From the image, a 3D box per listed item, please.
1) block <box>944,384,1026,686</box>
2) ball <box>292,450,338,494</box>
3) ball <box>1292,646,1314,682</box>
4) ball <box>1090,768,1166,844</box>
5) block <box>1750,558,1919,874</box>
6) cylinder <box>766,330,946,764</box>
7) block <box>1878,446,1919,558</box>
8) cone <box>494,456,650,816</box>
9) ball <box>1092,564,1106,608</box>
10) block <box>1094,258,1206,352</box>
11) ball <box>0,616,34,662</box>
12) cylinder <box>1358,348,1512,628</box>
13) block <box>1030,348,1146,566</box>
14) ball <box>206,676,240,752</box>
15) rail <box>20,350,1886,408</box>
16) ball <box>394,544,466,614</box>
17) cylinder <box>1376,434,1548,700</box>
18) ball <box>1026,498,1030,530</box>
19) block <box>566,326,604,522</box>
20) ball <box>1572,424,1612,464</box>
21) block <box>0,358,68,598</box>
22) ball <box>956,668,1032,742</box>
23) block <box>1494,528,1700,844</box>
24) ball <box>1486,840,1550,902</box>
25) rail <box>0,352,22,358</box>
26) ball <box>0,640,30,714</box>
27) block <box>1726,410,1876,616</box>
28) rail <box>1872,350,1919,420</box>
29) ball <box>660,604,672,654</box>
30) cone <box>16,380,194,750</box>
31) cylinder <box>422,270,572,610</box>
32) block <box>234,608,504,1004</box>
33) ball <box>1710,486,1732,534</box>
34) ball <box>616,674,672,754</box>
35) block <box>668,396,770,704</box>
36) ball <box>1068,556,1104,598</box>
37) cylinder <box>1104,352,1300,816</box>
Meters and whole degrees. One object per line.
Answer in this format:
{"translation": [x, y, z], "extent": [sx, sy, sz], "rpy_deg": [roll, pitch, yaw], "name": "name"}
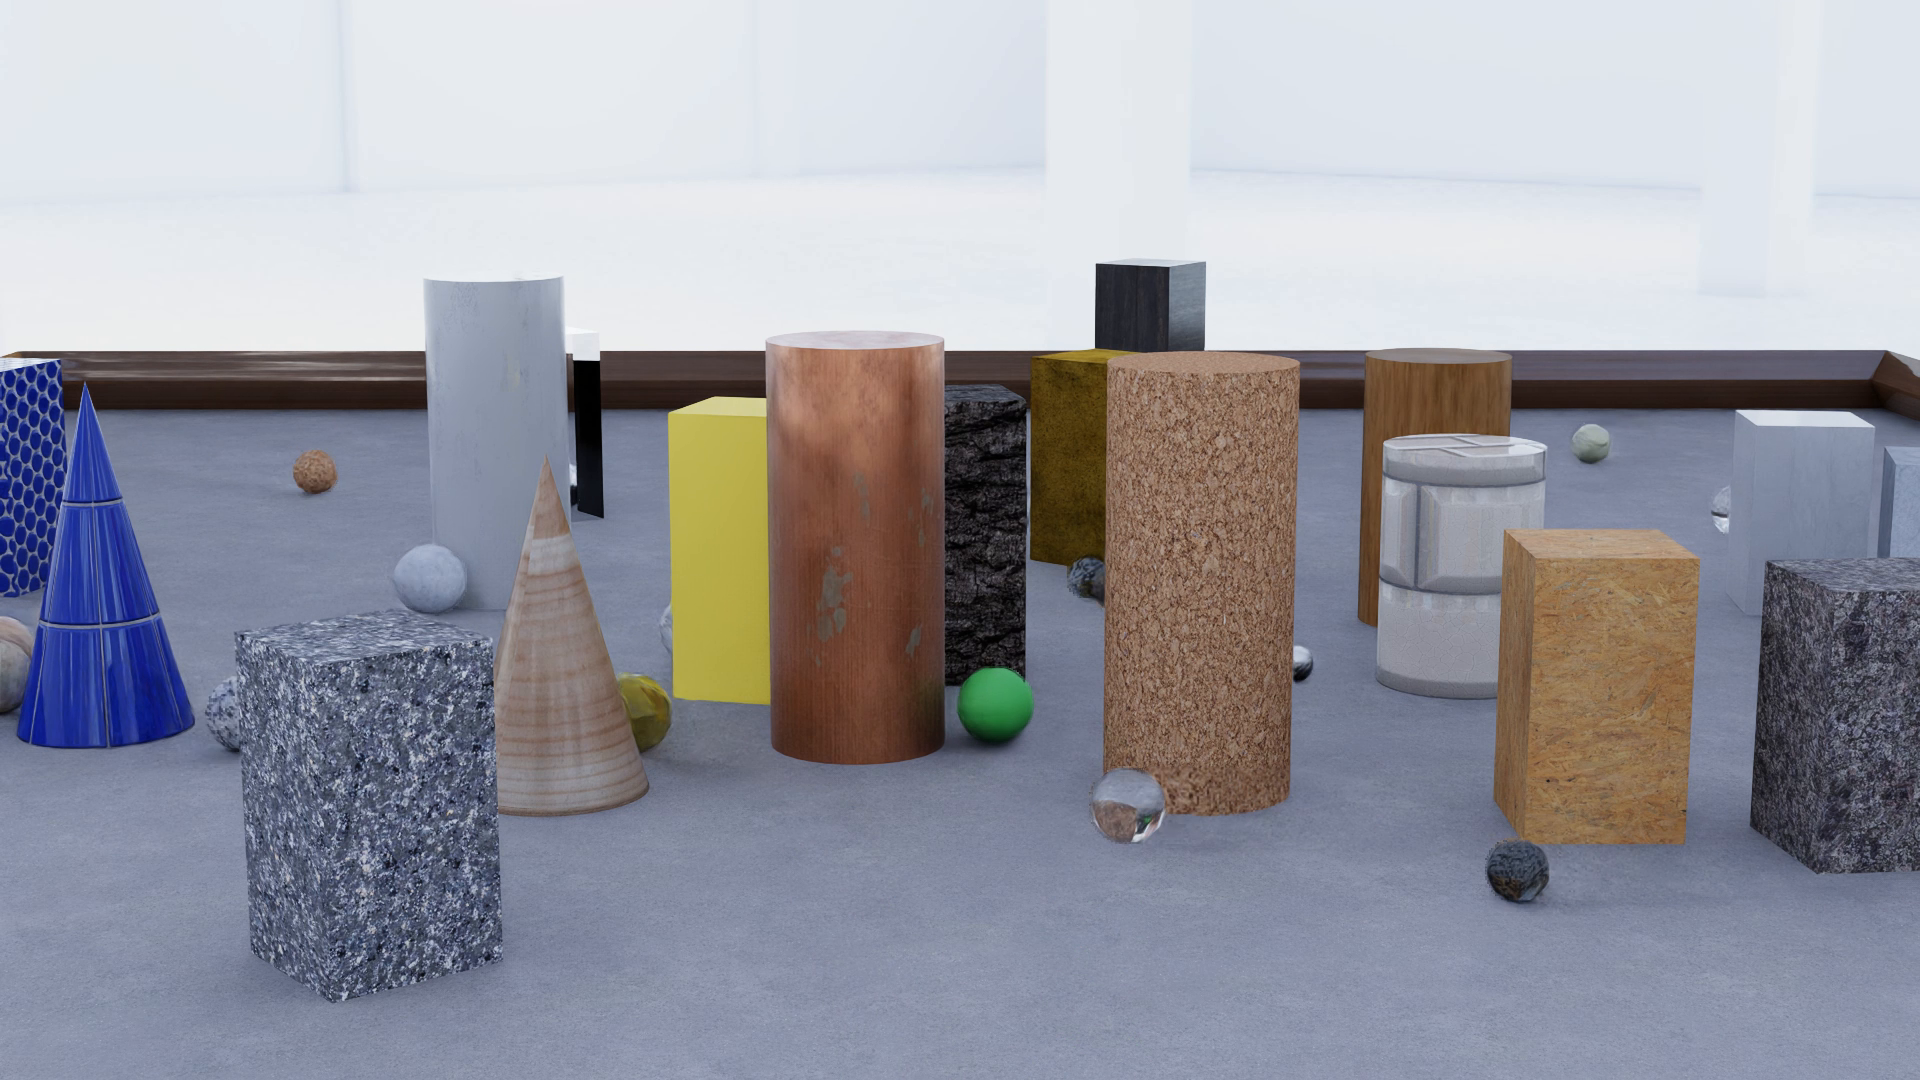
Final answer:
{"translation": [-0.011, -0.008, 3.076], "extent": [0.151, 0.339, 0.151], "rpy_deg": [-2, 11, -11], "name": "block"}
{"translation": [-1.101, -0.117, 4.380], "extent": [0.074, 0.074, 0.074], "rpy_deg": [0, 11, 0], "name": "ball"}
{"translation": [0.400, 0.147, 3.054], "extent": [0.042, 0.042, 0.042], "rpy_deg": [0, 11, 0], "name": "ball"}
{"translation": [0.159, 0.250, 2.422], "extent": [0.071, 0.071, 0.071], "rpy_deg": [0, 11, 0], "name": "ball"}
{"translation": [0.846, 0.160, 2.388], "extent": [0.151, 0.261, 0.151], "rpy_deg": [-1, 11, -6], "name": "block"}
{"translation": [-0.111, 0.004, 2.745], "extent": [0.189, 0.438, 0.189], "rpy_deg": [0, 11, 0], "name": "cylinder"}
{"translation": [1.216, 0.022, 3.157], "extent": [0.151, 0.251, 0.151], "rpy_deg": [3, 11, 14], "name": "block"}
{"translation": [-0.410, 0.083, 2.569], "extent": [0.189, 0.346, 0.189], "rpy_deg": [0, 11, 0], "name": "cone"}
{"translation": [0.213, 0.062, 3.435], "extent": [0.070, 0.070, 0.070], "rpy_deg": [0, 11, 0], "name": "ball"}
{"translation": [0.352, -0.332, 4.751], "extent": [0.151, 0.363, 0.151], "rpy_deg": [6, 12, 31], "name": "block"}
{"translation": [-1.121, 0.133, 2.981], "extent": [0.093, 0.093, 0.093], "rpy_deg": [0, 11, 0], "name": "ball"}
{"translation": [0.622, -0.068, 3.367], "extent": [0.189, 0.350, 0.189], "rpy_deg": [0, 11, 0], "name": "cylinder"}
{"translation": [0.210, -0.120, 3.780], "extent": [0.151, 0.302, 0.151], "rpy_deg": [9, 14, 40], "name": "block"}
{"translation": [-0.763, 0.185, 2.742], "extent": [0.083, 0.083, 0.083], "rpy_deg": [0, 11, 0], "name": "ball"}
{"translation": [-0.012, -0.337, 5.424], "extent": [3.961, 0.123, 0.045], "rpy_deg": [0, 11, 0], "name": "rail"}
{"translation": [-0.707, 0.053, 3.419], "extent": [0.094, 0.094, 0.094], "rpy_deg": [0, 11, 0], "name": "ball"}
{"translation": [0.592, 0.028, 3.033], "extent": [0.189, 0.284, 0.189], "rpy_deg": [0, 11, 0], "name": "cylinder"}
{"translation": [0.140, -0.039, 3.897], "extent": [0.086, 0.086, 0.086], "rpy_deg": [0, 11, 0], "name": "ball"}
{"translation": [-0.680, -0.186, 4.134], "extent": [0.151, 0.302, 0.151], "rpy_deg": [-7, 13, -35], "name": "block"}
{"translation": [1.158, -0.176, 4.706], "extent": [0.072, 0.072, 0.072], "rpy_deg": [0, 11, 0], "name": "ball"}
{"translation": [-1.359, -0.091, 3.593], "extent": [0.151, 0.313, 0.151], "rpy_deg": [2, 11, 12], "name": "block"}
{"translation": [0.038, 0.179, 2.778], "extent": [0.082, 0.082, 0.082], "rpy_deg": [0, 11, 0], "name": "ball"}
{"translation": [0.609, 0.138, 2.469], "extent": [0.151, 0.274, 0.151], "rpy_deg": [0, 11, 1], "name": "block"}
{"translation": [0.491, 0.290, 2.254], "extent": [0.054, 0.054, 0.054], "rpy_deg": [0, 11, 0], "name": "ball"}
{"translation": [-1.957, 0.034, 3.438], "extent": [0.045, 0.123, 4.065], "rpy_deg": [0, 11, 0], "name": "rail"}
{"translation": [-1.090, 0.155, 2.892], "extent": [0.087, 0.087, 0.087], "rpy_deg": [0, 11, 0], "name": "ball"}
{"translation": [1.132, -0.038, 3.465], "extent": [0.151, 0.255, 0.151], "rpy_deg": [1, 11, 6], "name": "block"}
{"translation": [1.957, 0.030, 3.460], "extent": [0.045, 0.123, 4.065], "rpy_deg": [0, 11, 0], "name": "rail"}
{"translation": [-0.329, 0.109, 3.152], "extent": [0.081, 0.081, 0.081], "rpy_deg": [0, 11, 0], "name": "ball"}
{"translation": [-0.945, 0.018, 2.806], "extent": [0.189, 0.387, 0.189], "rpy_deg": [0, 11, 0], "name": "cone"}
{"translation": [-0.630, -0.140, 3.507], "extent": [0.189, 0.441, 0.189], "rpy_deg": [0, 11, 0], "name": "cylinder"}
{"translation": [-0.481, 0.210, 2.090], "extent": [0.151, 0.272, 0.151], "rpy_deg": [-8, 14, -38], "name": "block"}
{"translation": [1.208, -0.046, 3.985], "extent": [0.080, 0.080, 0.080], "rpy_deg": [0, 11, 0], "name": "ball"}
{"translation": [-0.350, 0.185, 2.731], "extent": [0.086, 0.086, 0.086], "rpy_deg": [0, 11, 0], "name": "ball"}
{"translation": [-0.239, 0.010, 2.996], "extent": [0.151, 0.333, 0.151], "rpy_deg": [3, 11, 15], "name": "block"}
{"translation": [0.177, 0.051, 3.529], "extent": [0.057, 0.057, 0.057], "rpy_deg": [0, 11, 0], "name": "ball"}
{"translation": [0.240, 0.039, 2.565], "extent": [0.189, 0.435, 0.189], "rpy_deg": [0, 11, 0], "name": "cylinder"}
